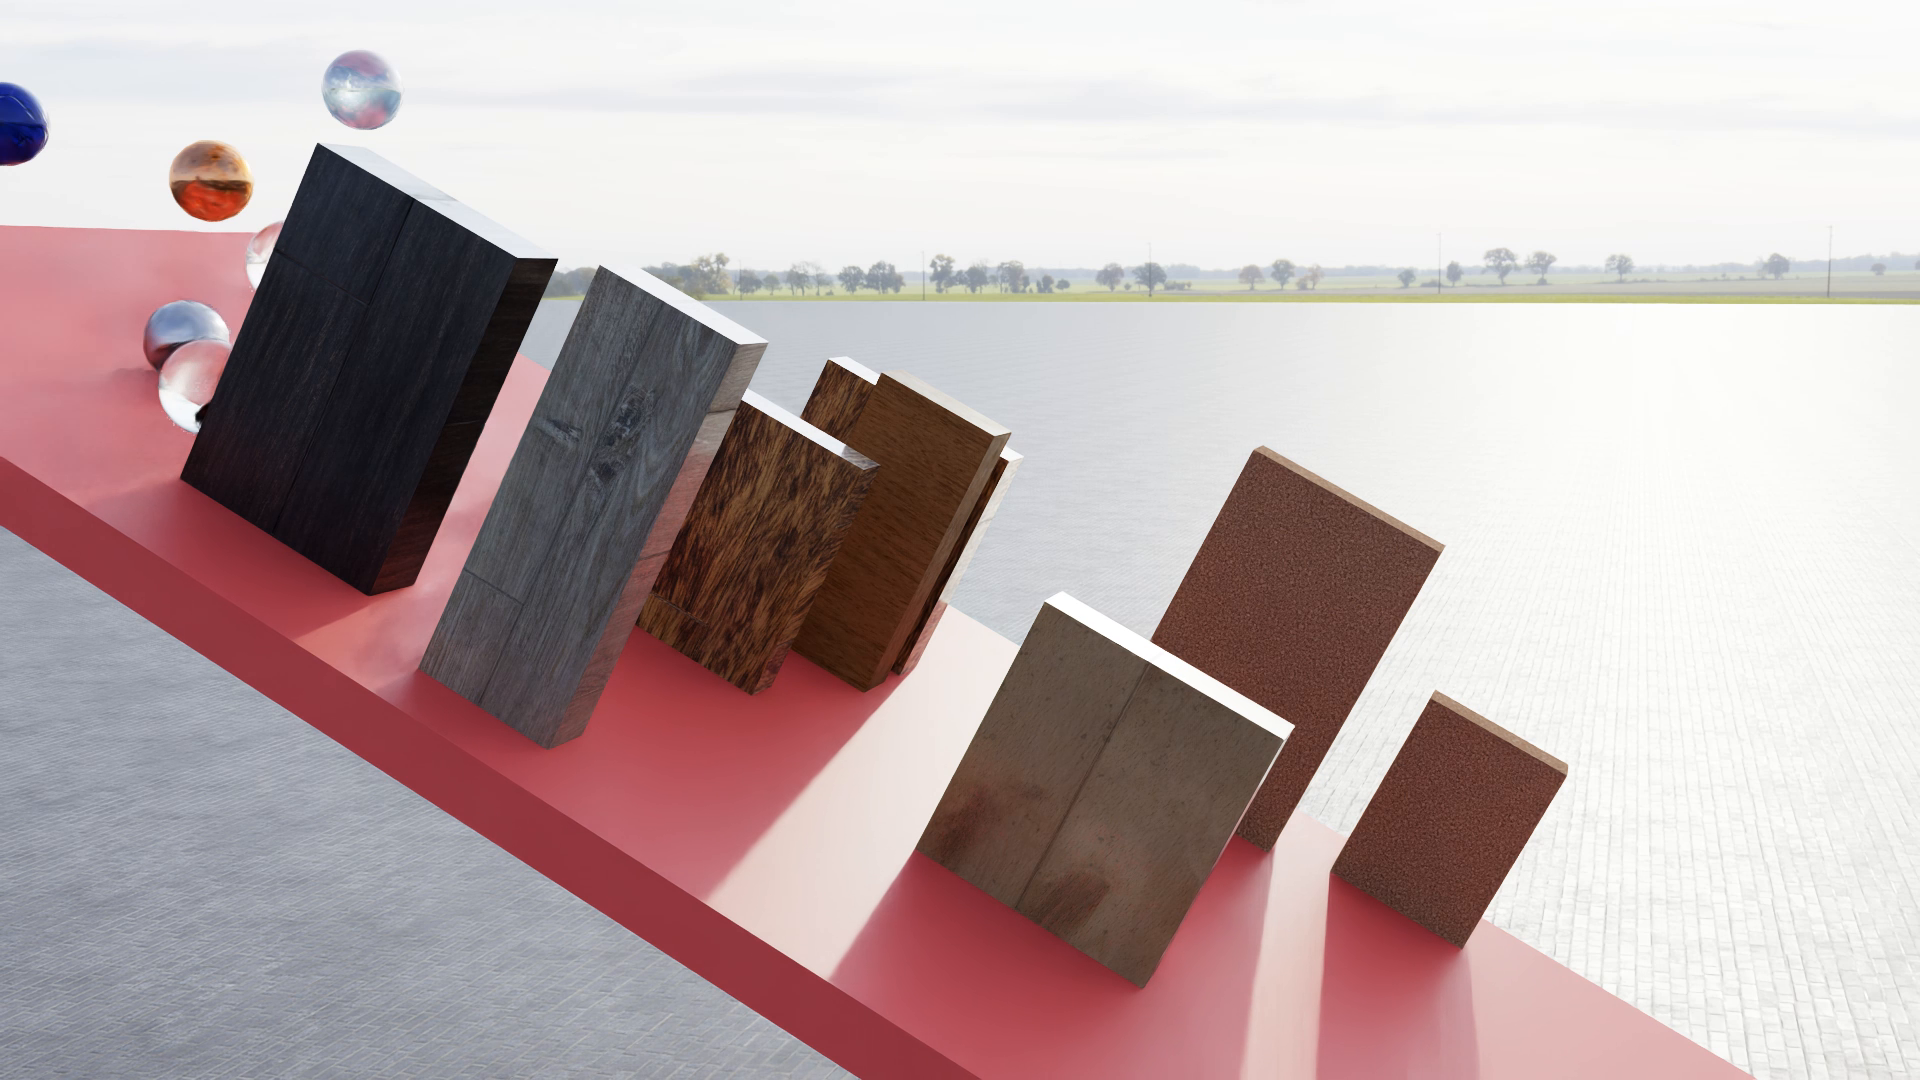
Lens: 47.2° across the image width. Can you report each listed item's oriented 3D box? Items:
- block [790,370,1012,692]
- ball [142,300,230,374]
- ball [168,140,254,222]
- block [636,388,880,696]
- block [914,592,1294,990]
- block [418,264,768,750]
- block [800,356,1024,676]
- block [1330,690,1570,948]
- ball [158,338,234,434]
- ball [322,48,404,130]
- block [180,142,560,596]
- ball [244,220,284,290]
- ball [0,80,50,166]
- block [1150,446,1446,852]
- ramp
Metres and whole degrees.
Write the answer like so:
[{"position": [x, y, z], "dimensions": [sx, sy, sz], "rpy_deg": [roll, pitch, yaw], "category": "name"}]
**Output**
[{"position": [-0.151, -0.018, 4.303], "dimensions": [0.254, 0.573, 0.124], "rpy_deg": [30, 14, 12], "category": "block"}, {"position": [-1.432, -0.367, 4.071], "dimensions": [0.153, 0.153, 0.153], "rpy_deg": [0, 7, 0], "category": "ball"}, {"position": [-1.631, -0.783, 4.792], "dimensions": [0.177, 0.177, 0.177], "rpy_deg": [0, 7, 0], "category": "ball"}, {"position": [-0.415, -0.015, 4.019], "dimensions": [0.364, 0.471, 0.095], "rpy_deg": [30, 14, 12], "category": "block"}, {"position": [0.236, 0.412, 3.648], "dimensions": [0.445, 0.486, 0.112], "rpy_deg": [30, 14, 12], "category": "block"}, {"position": [-0.567, -0.049, 3.375], "dimensions": [0.251, 0.705, 0.115], "rpy_deg": [30, 14, 12], "category": "block"}, {"position": [-0.179, -0.051, 4.518], "dimensions": [0.430, 0.502, 0.110], "rpy_deg": [30, 14, 12], "category": "block"}, {"position": [1.021, 0.582, 4.595], "dimensions": [0.312, 0.431, 0.104], "rpy_deg": [30, 14, 12], "category": "block"}, {"position": [-1.324, -0.269, 3.881], "dimensions": [0.171, 0.171, 0.171], "rpy_deg": [0, 7, 0], "category": "ball"}, {"position": [-1.283, -0.967, 4.725], "dimensions": [0.172, 0.172, 0.172], "rpy_deg": [0, 7, 0], "category": "ball"}, {"position": [-0.979, -0.281, 3.627], "dimensions": [0.399, 0.619, 0.140], "rpy_deg": [30, 14, 12], "category": "block"}, {"position": [-1.456, -0.601, 4.787], "dimensions": [0.194, 0.194, 0.194], "rpy_deg": [0, 7, 0], "category": "ball"}, {"position": [-1.786, -0.779, 4.115], "dimensions": [0.157, 0.157, 0.157], "rpy_deg": [0, 7, 0], "category": "ball"}, {"position": [0.635, 0.225, 4.562], "dimensions": [0.427, 0.721, 0.119], "rpy_deg": [30, 14, 12], "category": "block"}, {"position": [-0.225, 0.375, 4.149], "dimensions": [4.000, 0.100, 2.000], "rpy_deg": [30, 14, 12], "category": "ramp"}]
